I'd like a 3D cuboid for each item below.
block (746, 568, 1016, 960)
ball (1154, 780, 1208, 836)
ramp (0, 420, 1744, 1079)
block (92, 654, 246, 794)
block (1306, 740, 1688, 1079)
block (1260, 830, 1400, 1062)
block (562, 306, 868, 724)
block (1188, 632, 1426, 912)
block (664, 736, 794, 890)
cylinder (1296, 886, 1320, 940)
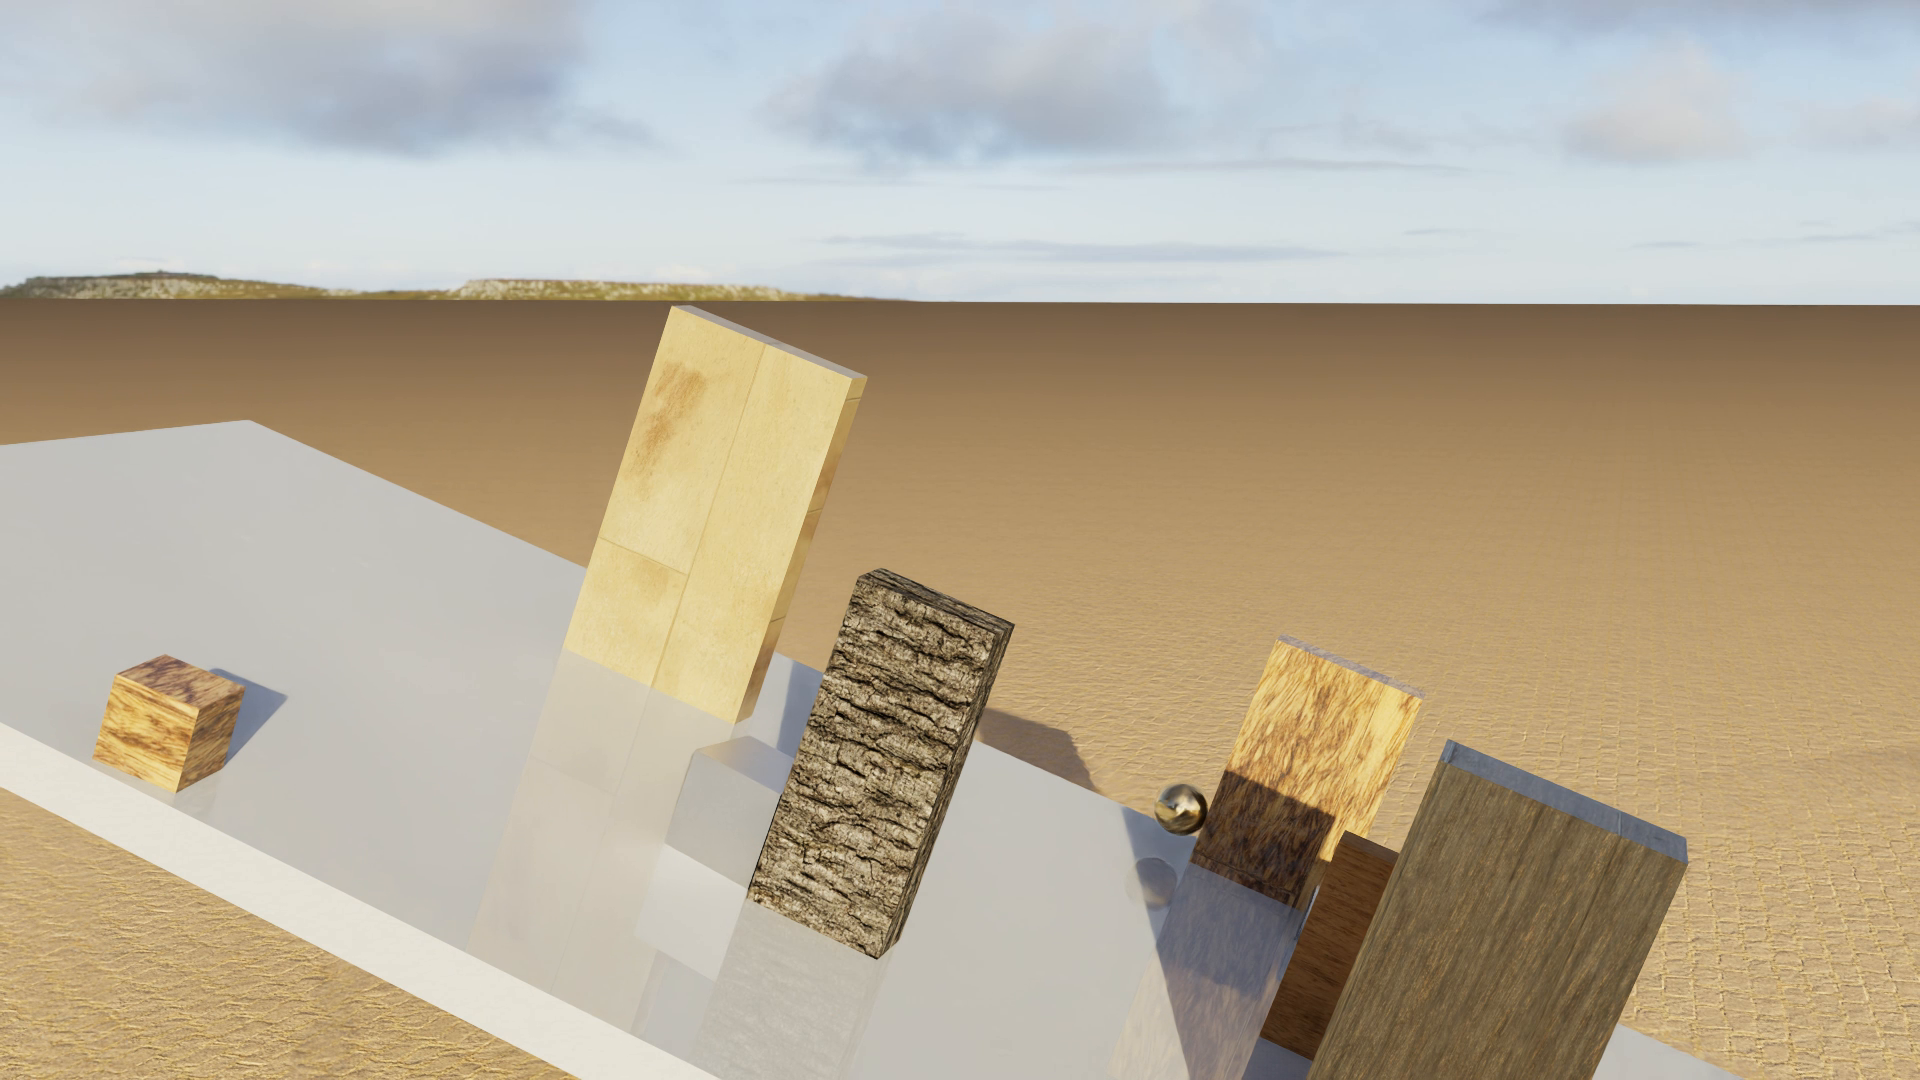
[{"bbox_3d":[-0.139,0.383,3.786,0.257,0.611,0.121,23,13,13],"label":"block"},{"bbox_3d":[0.488,0.591,4.848,0.120,0.120,0.120,0,7,0],"label":"ball"},{"bbox_3d":[-0.331,0.603,4.209,4.000,0.100,2.000,23,13,13],"label":"ramp"},{"bbox_3d":[-1.265,0.292,3.522,0.148,0.148,0.148,21,12,6],"label":"block"},{"bbox_3d":[0.712,0.730,3.157,0.354,0.800,0.146,23,13,13],"label":"block"},{"bbox_3d":[0.813,0.797,3.967,0.421,0.401,0.084,23,13,13],"label":"block"},{"bbox_3d":[-0.526,-0.054,4.673,0.425,0.784,0.097,23,13,13],"label":"block"},{"bbox_3d":[0.751,0.516,4.771,0.331,0.535,0.089,23,13,13],"label":"block"},{"bbox_3d":[-0.381,0.487,3.961,0.186,0.186,0.186,25,13,22],"label":"block"},{"bbox_3d":[0.775,0.797,4.563,0.122,0.122,0.122,21,10,8],"label":"cylinder"}]
